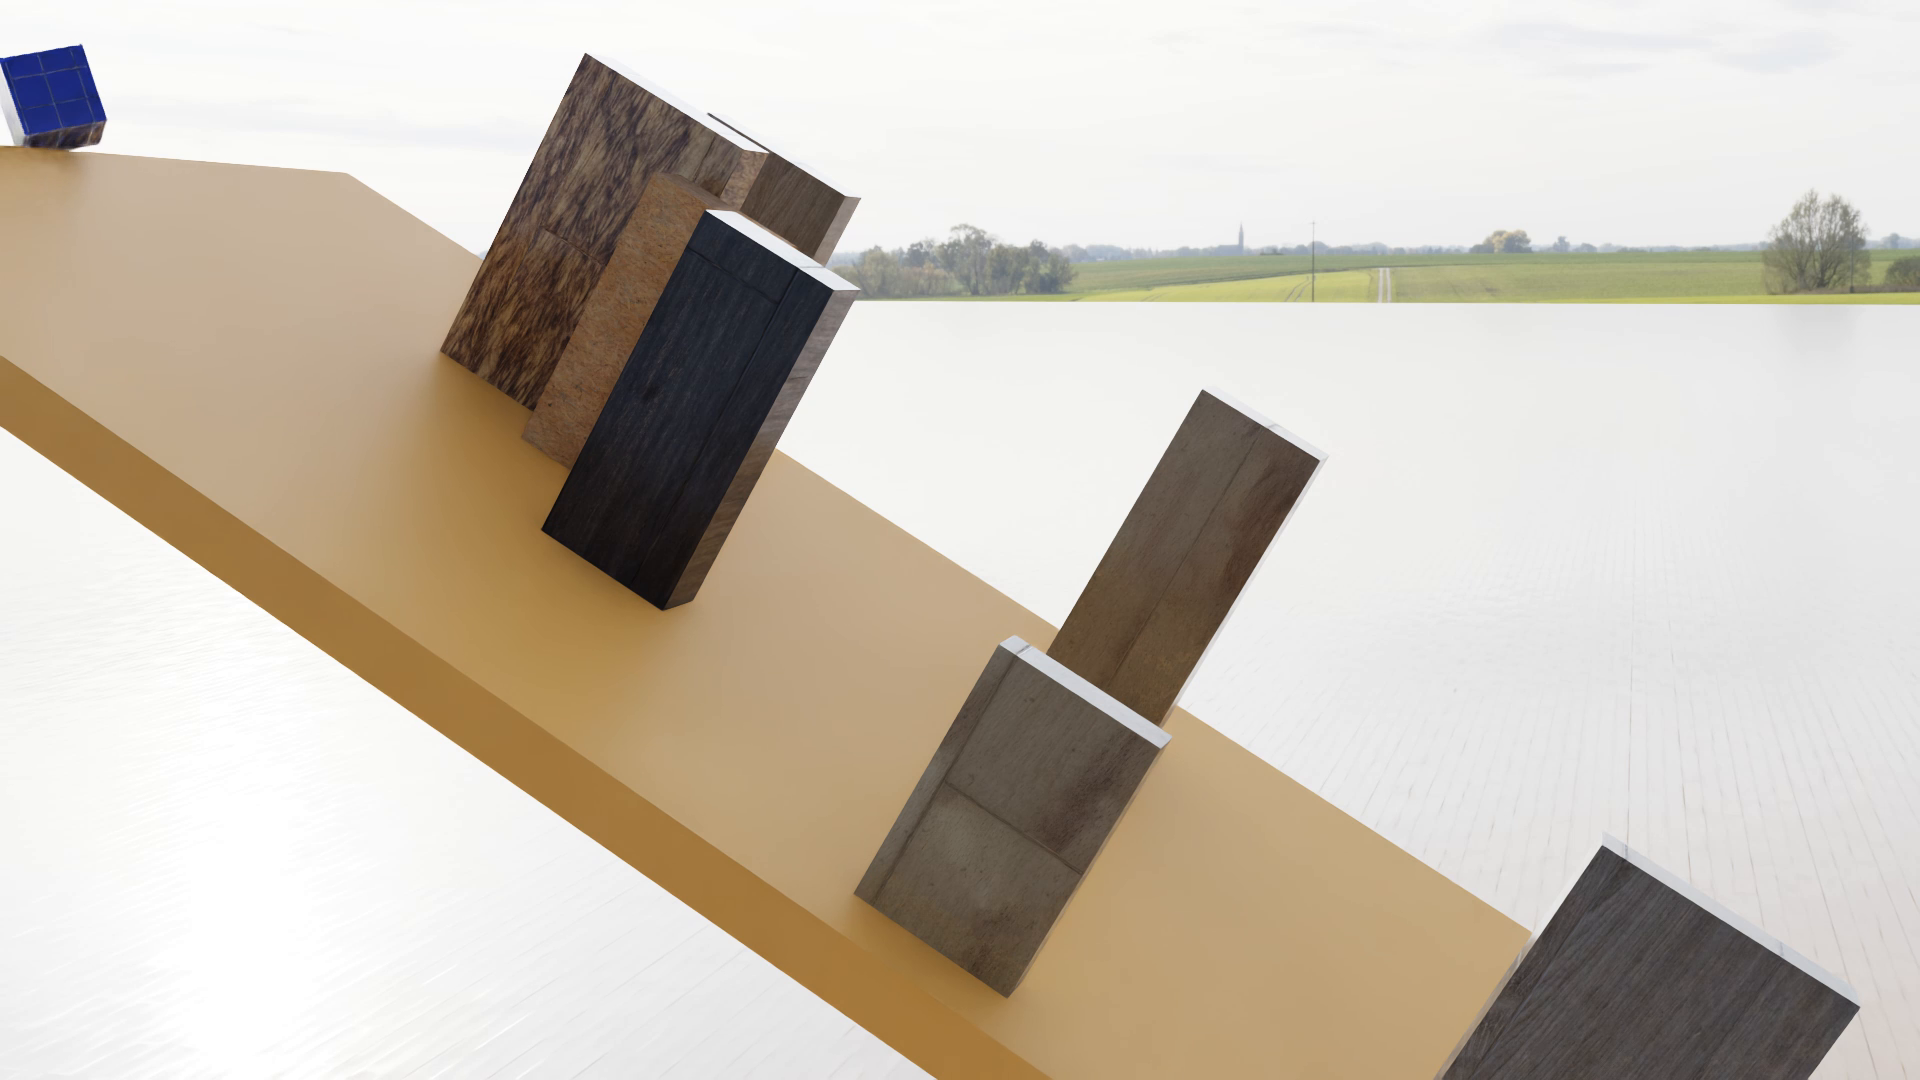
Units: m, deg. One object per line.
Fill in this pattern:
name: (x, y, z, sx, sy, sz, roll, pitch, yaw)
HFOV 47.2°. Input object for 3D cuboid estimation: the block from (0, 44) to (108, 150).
block: (-1.822, -0.876, 4.404, 0.159, 0.159, 0.159, -18, 0, -28)

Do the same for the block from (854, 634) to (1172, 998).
block: (0.074, 0.401, 3.195, 0.273, 0.443, 0.084, 33, 15, 11)

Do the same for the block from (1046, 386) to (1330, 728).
block: (0.440, 0.067, 4.477, 0.274, 0.717, 0.131, 33, 15, 11)

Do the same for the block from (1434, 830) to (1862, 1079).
block: (0.935, 0.792, 3.178, 0.403, 0.620, 0.085, 33, 15, 11)

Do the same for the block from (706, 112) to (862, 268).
block: (-0.538, -0.575, 4.907, 0.371, 0.645, 0.103, 33, 15, 11)

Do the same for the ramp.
ramp: (-0.183, 0.301, 4.127, 4.000, 0.100, 2.000, 33, 15, 11)

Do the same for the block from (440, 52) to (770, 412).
block: (-0.730, -0.585, 4.485, 0.393, 0.689, 0.128, 33, 15, 11)

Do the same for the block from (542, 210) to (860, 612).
block: (-0.460, -0.227, 3.873, 0.271, 0.650, 0.131, 33, 15, 11)

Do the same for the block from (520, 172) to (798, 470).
block: (-0.588, -0.382, 4.272, 0.280, 0.591, 0.121, 33, 15, 11)
